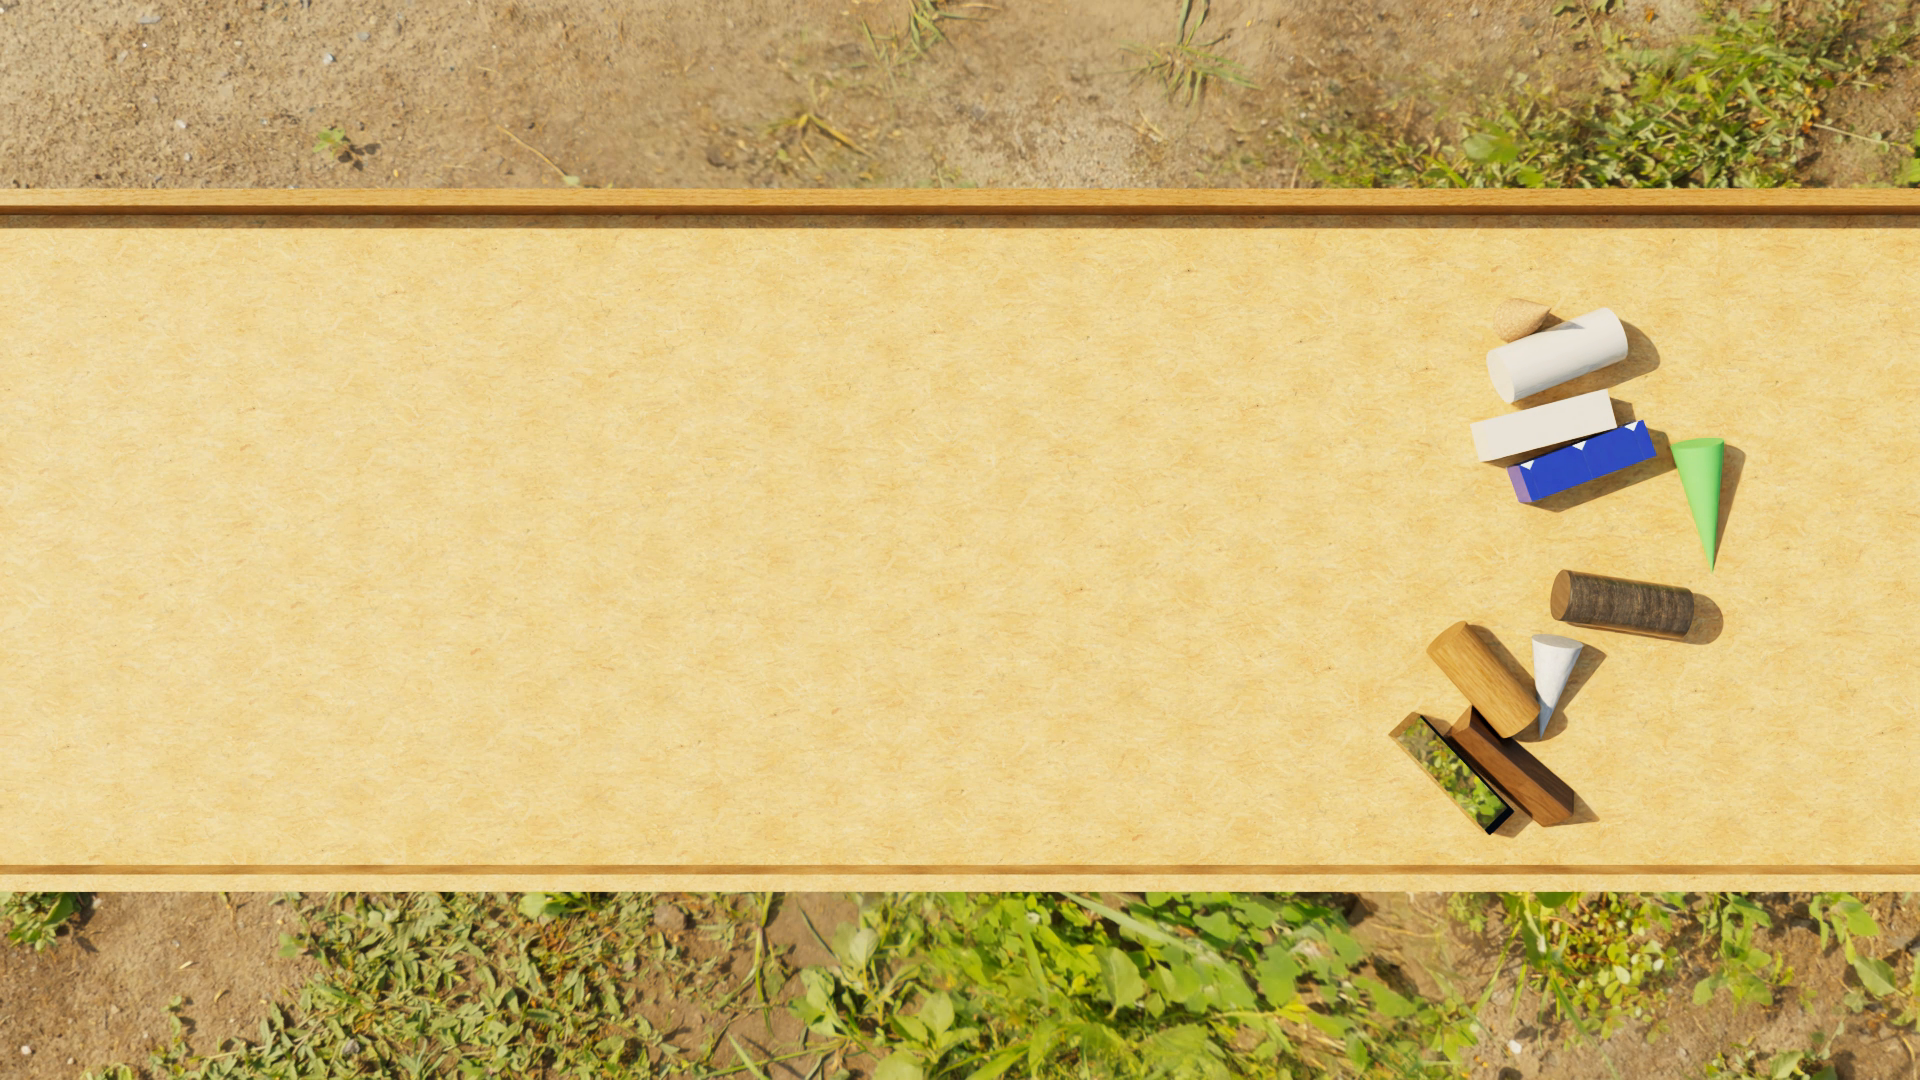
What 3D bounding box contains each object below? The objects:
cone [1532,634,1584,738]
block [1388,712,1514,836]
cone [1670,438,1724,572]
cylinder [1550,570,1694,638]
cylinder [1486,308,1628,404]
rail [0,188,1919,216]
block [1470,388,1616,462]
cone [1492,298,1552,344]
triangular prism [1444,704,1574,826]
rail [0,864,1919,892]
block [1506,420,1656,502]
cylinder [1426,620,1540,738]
[{"bbox_3d":[1.799,0.462,5.040,0.150,0.150,0.321,5,103,0],"label":"cone"},{"bbox_3d":[1.494,0.709,5.024,0.105,0.105,0.405,-44,90,0],"label":"block"},{"bbox_3d":[2.275,-0.092,5.039,0.152,0.152,0.418,-11,100,0],"label":"cone"},{"bbox_3d":[2.003,0.194,4.997,0.373,0.157,0.157,9,90,0],"label":"cylinder"},{"bbox_3d":[1.805,-0.559,4.991,0.364,0.172,0.172,-21,90,0],"label":"cylinder"},{"bbox_3d":[-2.247,-1.025,5.002,12.000,0.150,0.050,0,90,0],"label":"rail"},{"bbox_3d":[1.772,-0.348,5.016,0.388,0.121,0.121,-15,90,0],"label":"block"},{"bbox_3d":[1.711,-0.673,4.919,0.143,0.316,0.143,0,90,0],"label":"cone"},{"bbox_3d":[1.682,0.694,5.010,0.412,0.125,0.144,40,90,0],"label":"triangular prism"},{"bbox_3d":[-2.247,1.025,5.001,12.000,0.150,0.050,0,90,0],"label":"rail"},{"bbox_3d":[1.888,-0.239,5.019,0.400,0.116,0.116,-20,90,0],"label":"block"},{"bbox_3d":[1.587,0.422,5.001,0.150,0.150,0.342,-42,90,0],"label":"cylinder"}]
